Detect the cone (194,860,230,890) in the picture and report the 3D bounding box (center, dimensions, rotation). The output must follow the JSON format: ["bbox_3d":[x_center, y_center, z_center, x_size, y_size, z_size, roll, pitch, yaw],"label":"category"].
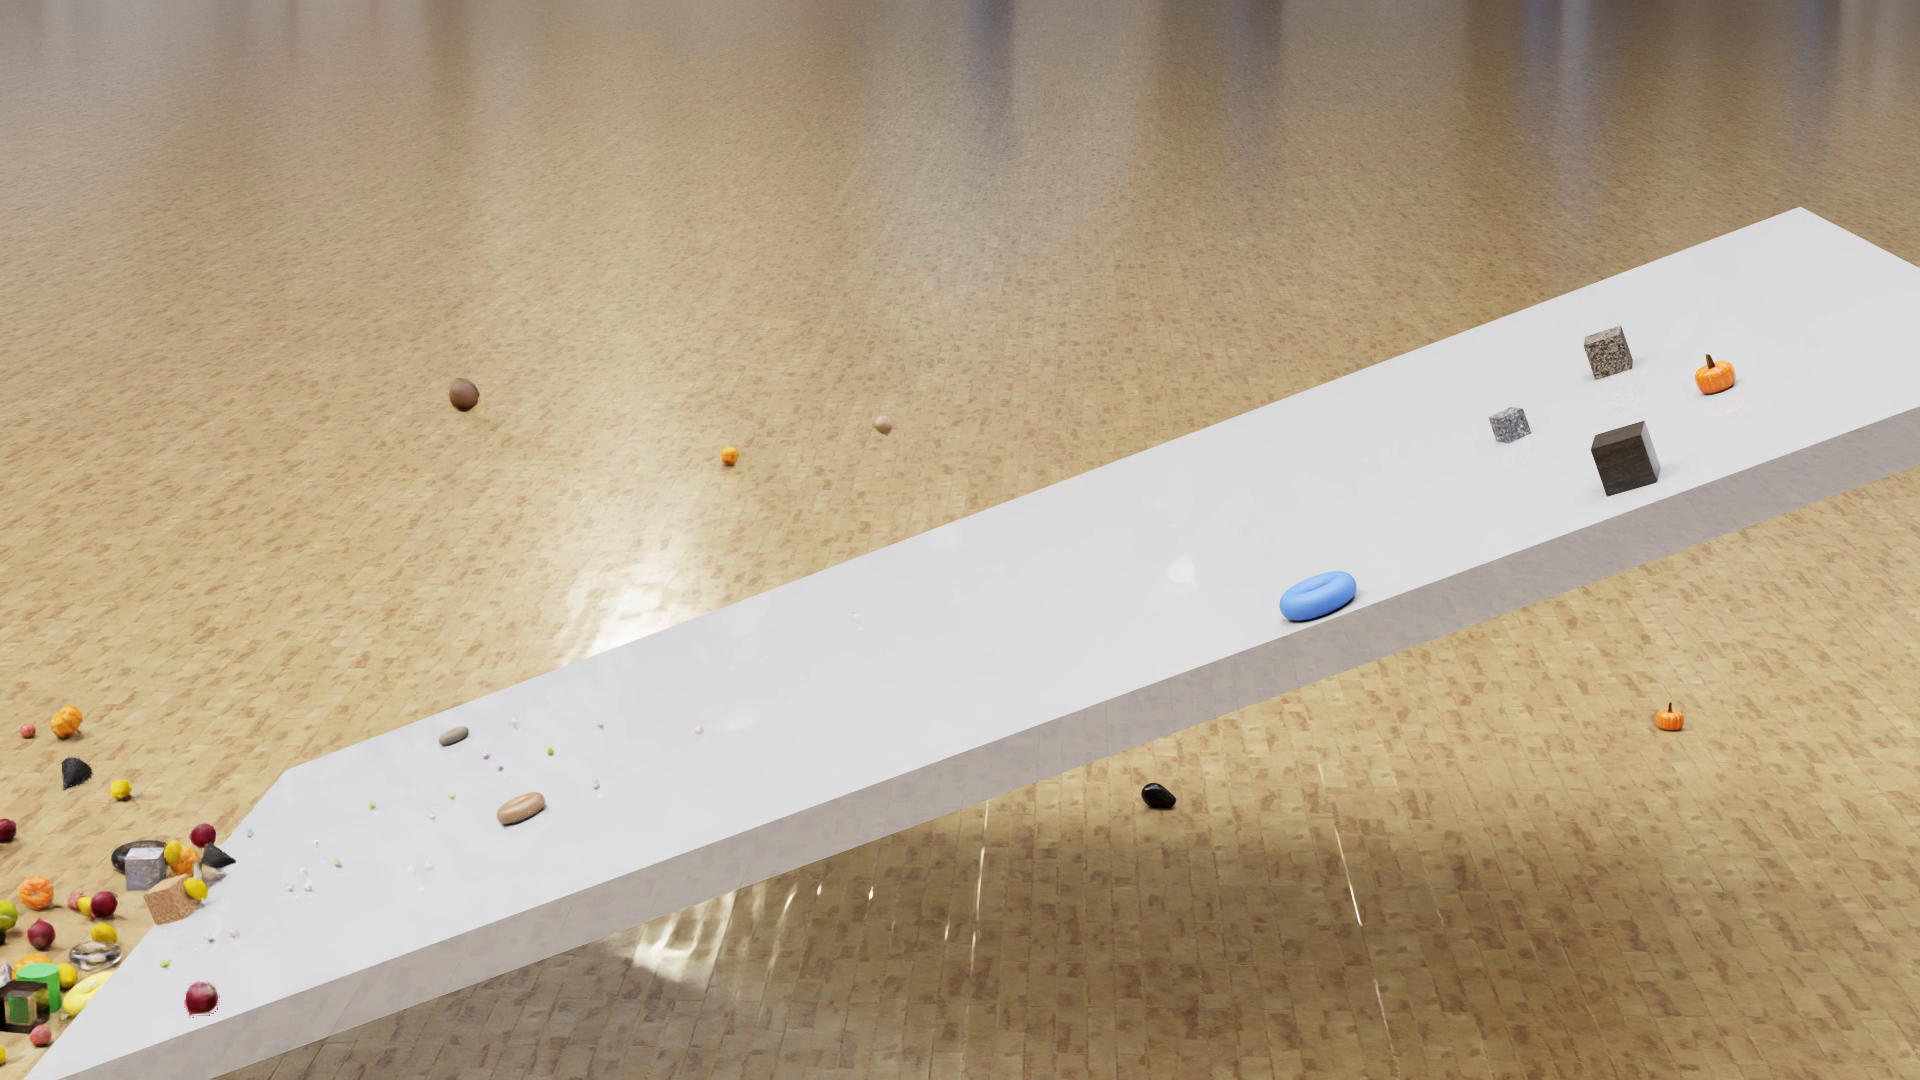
[{"bbox_3d":[-1.675,0.752,6.599,0.072,0.072,0.072,2,11,-28],"label":"cone"}]

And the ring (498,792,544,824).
[{"bbox_3d":[-0.911,0.556,6.100,0.106,0.035,0.106,-22,10,4],"label":"ring"}]

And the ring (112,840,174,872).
[{"bbox_3d":[-1.964,0.761,7.066,0.147,0.049,0.147,-1,12,0],"label":"ring"}]

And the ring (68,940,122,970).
[{"bbox_3d":[-1.900,0.912,6.462,0.112,0.037,0.112,1,13,0],"label":"ring"}]

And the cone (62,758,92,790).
[{"bbox_3d":[-2.317,0.625,7.657,0.083,0.083,0.083,3,41,13],"label":"cone"}]

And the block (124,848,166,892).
[{"bbox_3d":[-1.921,0.776,6.937,0.078,0.078,0.078,-1,14,-5],"label":"block"}]

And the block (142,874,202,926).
[{"bbox_3d":[-1.719,0.785,6.421,0.076,0.076,0.076,-16,13,25],"label":"block"}]

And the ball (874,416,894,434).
[{"bbox_3d":[-0.316,-0.478,12.166,0.078,0.078,0.078,0,13,0],"label":"ball"}]

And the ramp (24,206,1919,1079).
[{"bbox_3d":[0.121,0.175,6.293,4.000,0.100,2.000,-20,12,7],"label":"ramp"}]

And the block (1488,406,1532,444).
[{"bbox_3d":[1.114,-0.233,5.958,0.054,0.054,0.054,-24,12,-12],"label":"block"}]

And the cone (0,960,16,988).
[{"bbox_3d":[-2.043,0.932,6.305,0.071,0.071,0.071,0,13,0],"label":"cone"}]

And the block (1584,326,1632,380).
[{"bbox_3d":[1.361,-0.393,6.173,0.079,0.079,0.079,-18,12,19],"label":"block"}]

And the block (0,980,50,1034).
[{"bbox_3d":[-1.953,0.971,6.119,0.081,0.081,0.081,3,14,13],"label":"block"}]

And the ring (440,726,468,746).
[{"bbox_3d":[-1.214,0.470,7.055,0.075,0.025,0.075,-21,10,4],"label":"ring"}]

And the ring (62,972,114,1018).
[{"bbox_3d":[-1.822,0.956,6.190,0.138,0.046,0.138,-20,18,7],"label":"ring"}]

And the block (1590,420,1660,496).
[{"bbox_3d":[1.204,-0.147,5.319,0.093,0.093,0.093,-17,13,22],"label":"block"}]

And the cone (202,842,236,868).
[{"bbox_3d":[-1.683,0.730,6.714,0.071,0.071,0.071,7,14,6],"label":"cone"}]

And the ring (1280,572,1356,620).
[{"bbox_3d":[0.647,0.101,5.317,0.145,0.048,0.145,-22,11,4],"label":"ring"}]

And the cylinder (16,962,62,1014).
[{"bbox_3d":[-1.943,0.948,6.205,0.086,0.086,0.086,0,13,0],"label":"cylinder"}]
